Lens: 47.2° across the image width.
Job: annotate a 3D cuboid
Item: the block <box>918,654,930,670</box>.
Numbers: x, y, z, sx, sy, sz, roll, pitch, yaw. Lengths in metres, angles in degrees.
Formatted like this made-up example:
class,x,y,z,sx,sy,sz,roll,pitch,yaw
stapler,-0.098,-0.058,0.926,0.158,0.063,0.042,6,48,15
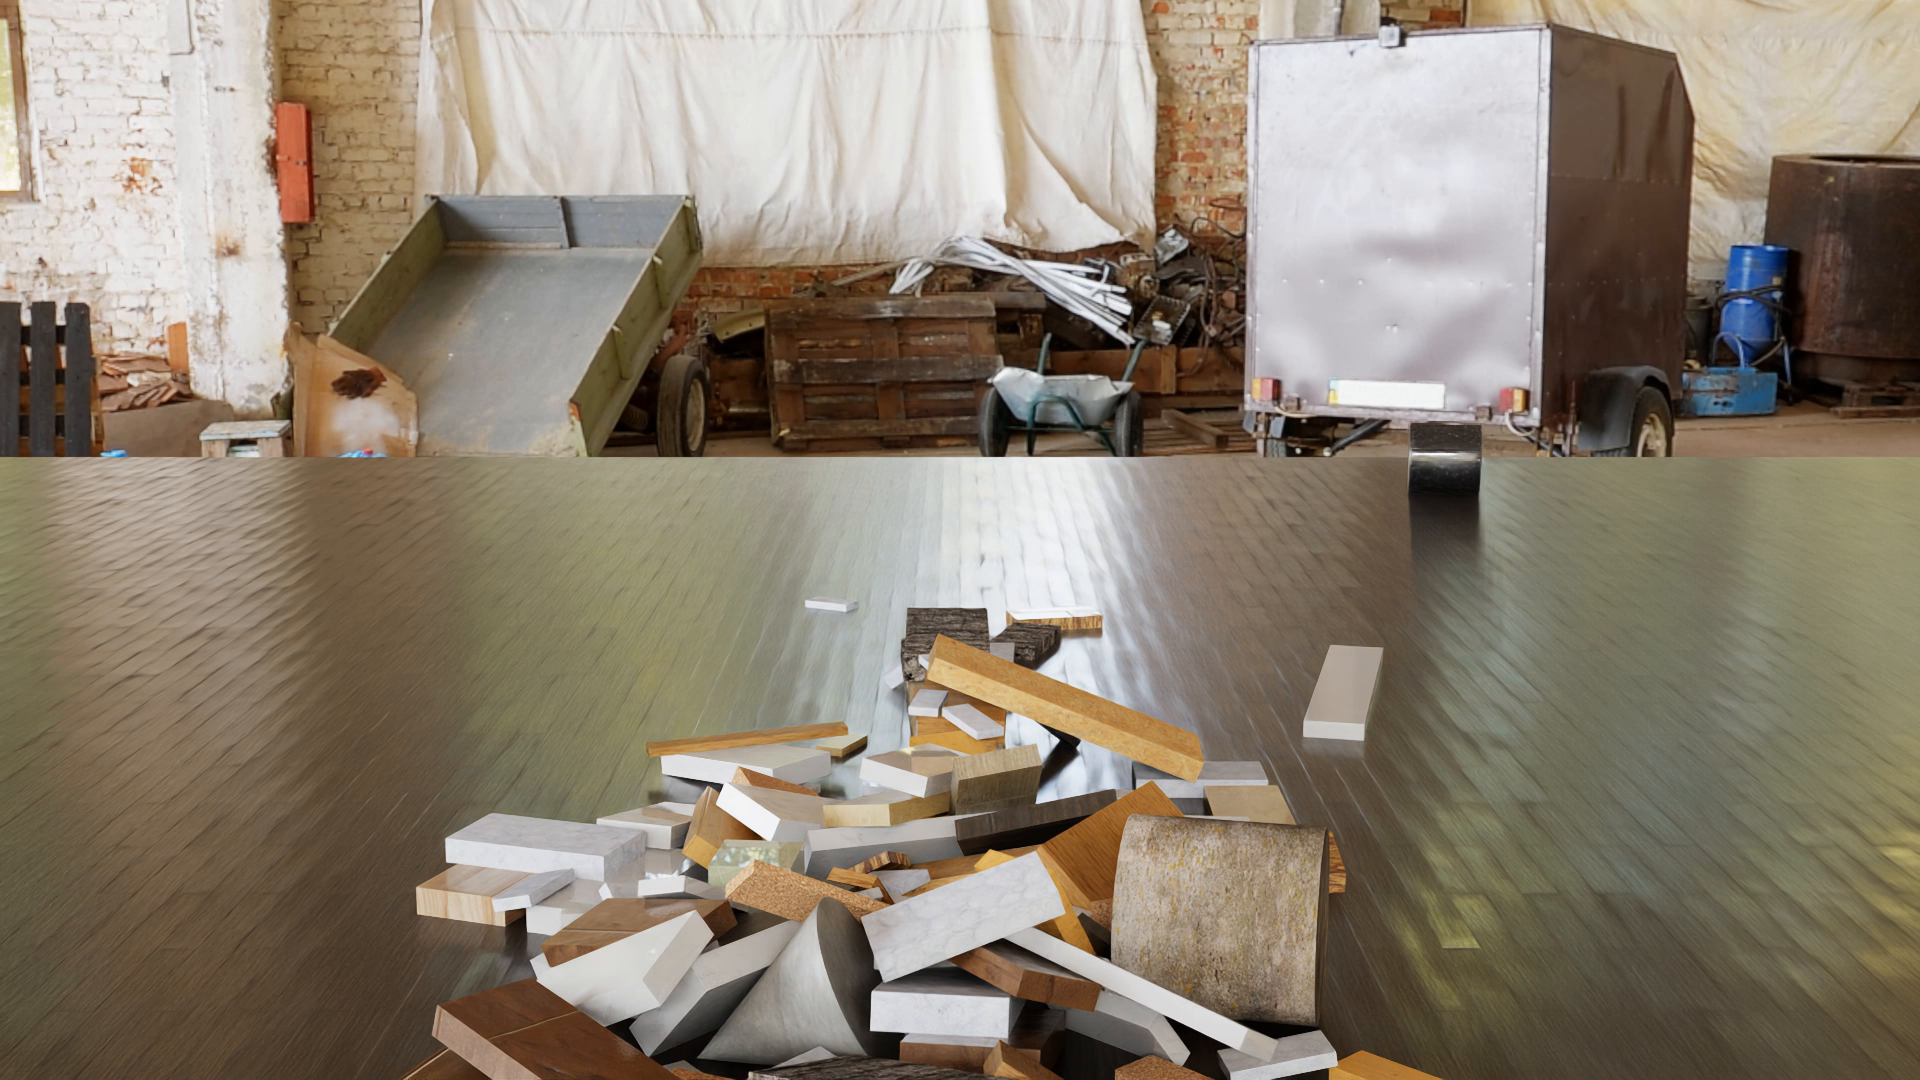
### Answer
class,x,y,z,sx,sy,sz,roll,pitch,yaw
block,-0.038,0.250,4.381,0.055,0.016,0.111,-4,15,-19

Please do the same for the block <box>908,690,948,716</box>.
class,x,y,z,sx,sy,sz,roll,pitch,yaw
block,-0.059,0.307,4.150,0.055,0.016,0.111,3,14,9

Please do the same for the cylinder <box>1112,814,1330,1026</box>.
class,x,y,z,sx,sy,sz,roll,pitch,yaw
cylinder,0.378,0.543,3.156,0.281,0.281,0.281,2,11,13

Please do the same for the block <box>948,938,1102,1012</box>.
class,x,y,z,sx,sy,sz,roll,pitch,yaw
block,0.059,0.570,2.971,0.131,0.037,0.263,18,-3,-33

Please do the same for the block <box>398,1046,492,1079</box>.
class,x,y,z,sx,sy,sz,roll,pitch,yaw
block,-0.600,0.682,2.782,0.153,0.043,0.307,4,11,20

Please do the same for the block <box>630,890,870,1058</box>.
class,x,y,z,sx,sy,sz,roll,pitch,yaw
block,-0.283,0.611,3.109,0.354,0.177,0.050,-12,59,-49

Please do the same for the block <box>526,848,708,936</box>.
class,x,y,z,sx,sy,sz,roll,pitch,yaw
block,-0.554,0.577,3.613,0.164,0.047,0.328,4,11,20

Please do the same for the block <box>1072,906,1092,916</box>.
class,x,y,z,sx,sy,sz,roll,pitch,yaw
block,0.172,0.605,3.255,0.061,0.121,0.017,9,14,41

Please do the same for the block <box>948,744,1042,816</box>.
class,x,y,z,sx,sy,sz,roll,pitch,yaw
block,0.056,0.431,3.686,0.139,0.039,0.278,-10,-30,-8

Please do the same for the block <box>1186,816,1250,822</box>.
class,x,y,z,sx,sy,sz,roll,pitch,yaw
block,0.387,0.517,3.547,0.295,0.042,0.148,8,44,-41

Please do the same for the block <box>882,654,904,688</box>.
class,x,y,z,sx,sy,sz,roll,pitch,yaw
block,-0.093,0.258,5.101,0.120,0.034,0.239,-34,7,21

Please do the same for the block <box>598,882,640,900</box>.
class,x,y,z,sx,sy,sz,roll,pitch,yaw
block,-0.501,0.577,3.478,0.138,0.020,0.069,14,33,-49

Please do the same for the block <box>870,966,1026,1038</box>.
class,x,y,z,sx,sy,sz,roll,pitch,yaw
block,-0.009,0.619,2.983,0.177,0.050,0.354,2,-4,6

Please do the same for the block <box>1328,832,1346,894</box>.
class,x,y,z,sx,sy,sz,roll,pitch,yaw
block,0.507,0.547,3.723,0.268,0.038,0.134,0,23,-1

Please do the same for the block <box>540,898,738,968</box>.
class,x,y,z,sx,sy,sz,roll,pitch,yaw
block,-0.463,0.566,3.156,0.274,0.039,0.137,-8,17,42

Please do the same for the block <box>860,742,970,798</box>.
class,x,y,z,sx,sy,sz,roll,pitch,yaw
block,-0.057,0.396,3.797,0.125,0.035,0.250,14,7,25

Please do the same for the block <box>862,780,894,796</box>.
class,x,y,z,sx,sy,sz,roll,pitch,yaw
block,-0.154,0.468,4.274,0.067,0.019,0.133,0,11,0

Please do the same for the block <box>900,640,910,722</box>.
class,x,y,z,sx,sy,sz,roll,pitch,yaw
block,-0.026,0.317,4.662,0.177,0.050,0.354,-1,27,-5

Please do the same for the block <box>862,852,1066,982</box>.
class,x,y,z,sx,sy,sz,roll,pitch,yaw
block,0.002,0.507,2.967,0.257,0.036,0.129,-20,19,-6

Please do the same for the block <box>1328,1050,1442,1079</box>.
class,x,y,z,sx,sy,sz,roll,pitch,yaw
block,0.571,0.719,2.919,0.073,0.021,0.146,-10,14,-43

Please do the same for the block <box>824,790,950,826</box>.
class,x,y,z,sx,sy,sz,roll,pitch,yaw
block,-0.111,0.450,3.712,0.125,0.035,0.250,-5,-2,28

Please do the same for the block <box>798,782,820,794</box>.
class,x,y,z,sx,sy,sz,roll,pitch,yaw
block,-0.334,0.478,4.229,0.118,0.017,0.059,5,12,27

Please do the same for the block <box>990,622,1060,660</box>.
class,x,y,z,sx,sy,sz,roll,pitch,yaw
block,0.159,0.248,5.418,0.120,0.034,0.239,3,11,17

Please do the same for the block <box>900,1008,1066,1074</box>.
class,x,y,z,sx,sy,sz,roll,pitch,yaw
block,0.036,0.664,2.895,0.175,0.050,0.351,1,-4,8

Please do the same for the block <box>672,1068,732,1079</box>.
class,x,y,z,sx,sy,sz,roll,pitch,yaw
block,-0.313,0.719,2.833,0.132,0.019,0.066,10,22,5

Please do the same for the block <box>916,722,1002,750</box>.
class,x,y,z,sx,sy,sz,roll,pitch,yaw
block,-0.001,0.442,4.080,0.163,0.046,0.326,1,27,-1

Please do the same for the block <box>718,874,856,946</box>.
class,x,y,z,sx,sy,sz,roll,pitch,yaw
block,-0.314,0.589,3.276,0.308,0.044,0.154,-23,12,-32

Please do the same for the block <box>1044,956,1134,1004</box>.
class,x,y,z,sx,sy,sz,roll,pitch,yaw
block,0.154,0.625,3.128,0.030,0.105,0.210,-44,27,-29

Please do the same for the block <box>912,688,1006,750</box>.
class,x,y,z,sx,sy,sz,roll,pitch,yaw
block,0.001,0.390,4.285,0.163,0.046,0.326,-1,27,-5

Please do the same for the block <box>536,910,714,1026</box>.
class,x,y,z,sx,sy,sz,roll,pitch,yaw
block,-0.487,0.605,2.975,0.307,0.043,0.153,-26,14,32

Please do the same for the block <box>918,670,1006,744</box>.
class,x,y,z,sx,sy,sz,roll,pitch,yaw
block,0.009,0.316,4.246,0.163,0.046,0.326,1,14,2

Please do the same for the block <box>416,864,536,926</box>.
class,x,y,z,sx,sy,sz,roll,pitch,yaw
block,-0.748,0.562,3.692,0.164,0.047,0.329,4,11,20

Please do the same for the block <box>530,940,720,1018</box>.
class,x,y,z,sx,sy,sz,roll,pitch,yaw
block,-0.484,0.611,3.184,0.154,0.044,0.308,-28,15,-33

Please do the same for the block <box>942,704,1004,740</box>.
class,x,y,z,sx,sy,sz,roll,pitch,yaw
block,0.023,0.334,4.051,0.055,0.016,0.143,-7,17,-26

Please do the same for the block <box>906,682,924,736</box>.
class,x,y,z,sx,sy,sz,roll,pitch,yaw
block,-0.010,0.379,4.422,0.177,0.050,0.354,-1,26,-4

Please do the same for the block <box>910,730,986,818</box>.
class,x,y,z,sx,sy,sz,roll,pitch,yaw
block,-0.002,0.427,3.924,0.125,0.035,0.250,-6,29,-13

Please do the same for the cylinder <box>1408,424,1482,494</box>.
class,x,y,z,sx,sy,sz,roll,pitch,yaw
cylinder,1.704,-0.288,7.738,0.241,0.241,0.241,2,11,10

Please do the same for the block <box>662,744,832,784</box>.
class,x,y,z,sx,sy,sz,roll,pitch,yaw
block,-0.420,0.436,4.307,0.314,0.044,0.157,3,10,41

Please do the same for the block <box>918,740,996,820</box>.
class,x,y,z,sx,sy,sz,roll,pitch,yaw
block,-0.005,0.464,3.939,0.154,0.044,0.308,0,29,-3

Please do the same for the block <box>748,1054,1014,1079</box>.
class,x,y,z,sx,sy,sz,roll,pitch,yaw
block,-0.056,0.638,2.492,0.351,0.050,0.175,-4,-5,42

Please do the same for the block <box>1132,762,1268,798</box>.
class,x,y,z,sx,sy,sz,roll,pitch,yaw
block,0.462,0.463,4.255,0.251,0.036,0.126,0,11,1

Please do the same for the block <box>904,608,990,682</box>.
class,x,y,z,sx,sy,sz,roll,pitch,yaw
block,-0.027,0.220,4.692,0.177,0.050,0.354,0,15,0

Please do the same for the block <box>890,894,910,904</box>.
class,x,y,z,sx,sy,sz,roll,pitch,yaw
block,-0.121,0.583,3.458,0.164,0.023,0.082,0,-35,37
